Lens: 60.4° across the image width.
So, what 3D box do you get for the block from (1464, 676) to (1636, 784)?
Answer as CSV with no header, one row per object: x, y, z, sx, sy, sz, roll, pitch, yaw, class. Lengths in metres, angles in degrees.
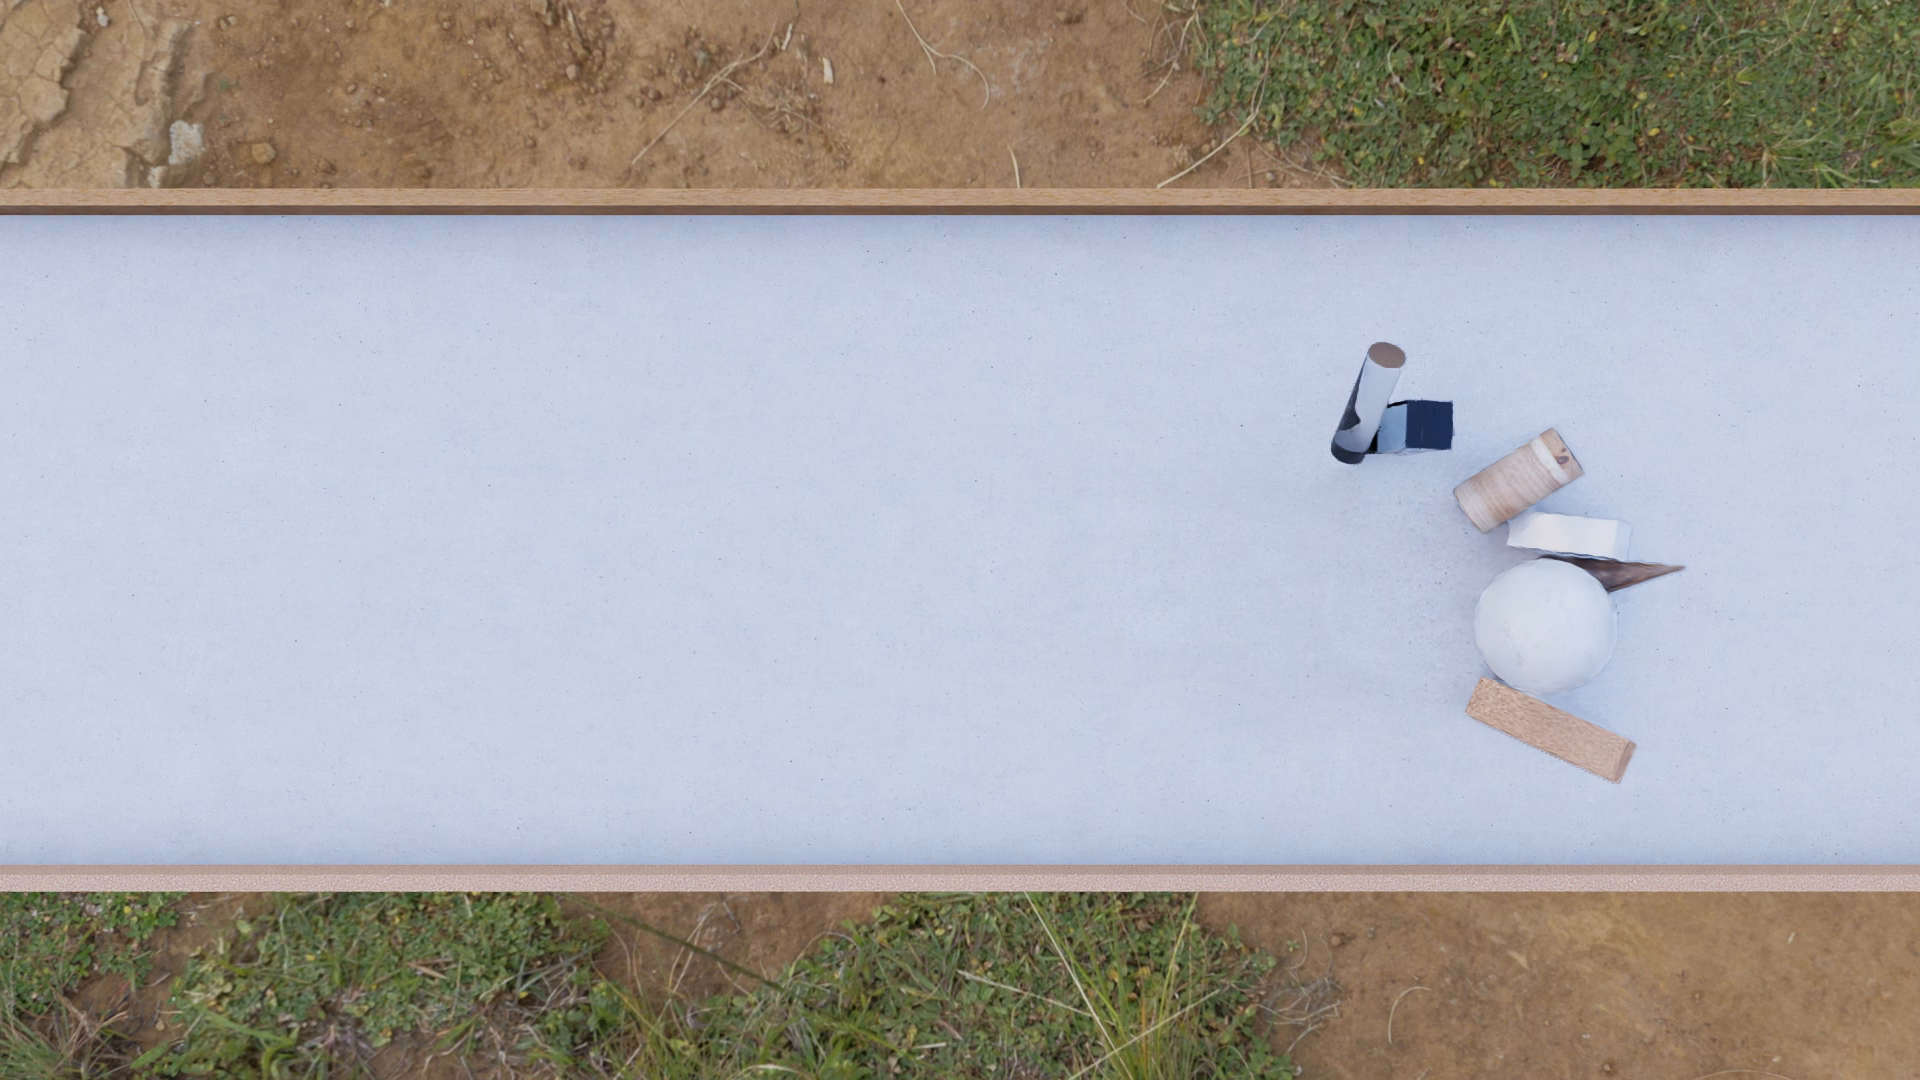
1.748,0.560,4.895,0.457,0.125,0.125,25,91,34,block

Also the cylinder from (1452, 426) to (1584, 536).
1.667,-0.175,4.930,0.340,0.167,0.167,-35,90,20,cylinder

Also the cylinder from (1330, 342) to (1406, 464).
1.206,-0.401,4.887,0.110,0.404,0.110,4,50,-4,cylinder

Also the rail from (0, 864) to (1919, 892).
-2.247,1.025,5.001,12.000,0.150,0.050,0,90,0,rail

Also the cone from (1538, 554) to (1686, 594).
1.940,0.105,4.876,0.415,0.177,0.177,-9,90,39,cone

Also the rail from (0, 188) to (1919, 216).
-2.247,-1.025,5.002,12.000,0.150,0.050,0,90,0,rail

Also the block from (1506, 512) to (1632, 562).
1.817,-0.014,4.926,0.319,0.108,0.108,9,90,42,block

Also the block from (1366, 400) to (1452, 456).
1.327,-0.330,4.899,0.138,0.341,0.138,1,90,-6,block

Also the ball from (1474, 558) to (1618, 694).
1.690,0.250,4.767,0.393,0.393,0.393,0,90,0,ball
